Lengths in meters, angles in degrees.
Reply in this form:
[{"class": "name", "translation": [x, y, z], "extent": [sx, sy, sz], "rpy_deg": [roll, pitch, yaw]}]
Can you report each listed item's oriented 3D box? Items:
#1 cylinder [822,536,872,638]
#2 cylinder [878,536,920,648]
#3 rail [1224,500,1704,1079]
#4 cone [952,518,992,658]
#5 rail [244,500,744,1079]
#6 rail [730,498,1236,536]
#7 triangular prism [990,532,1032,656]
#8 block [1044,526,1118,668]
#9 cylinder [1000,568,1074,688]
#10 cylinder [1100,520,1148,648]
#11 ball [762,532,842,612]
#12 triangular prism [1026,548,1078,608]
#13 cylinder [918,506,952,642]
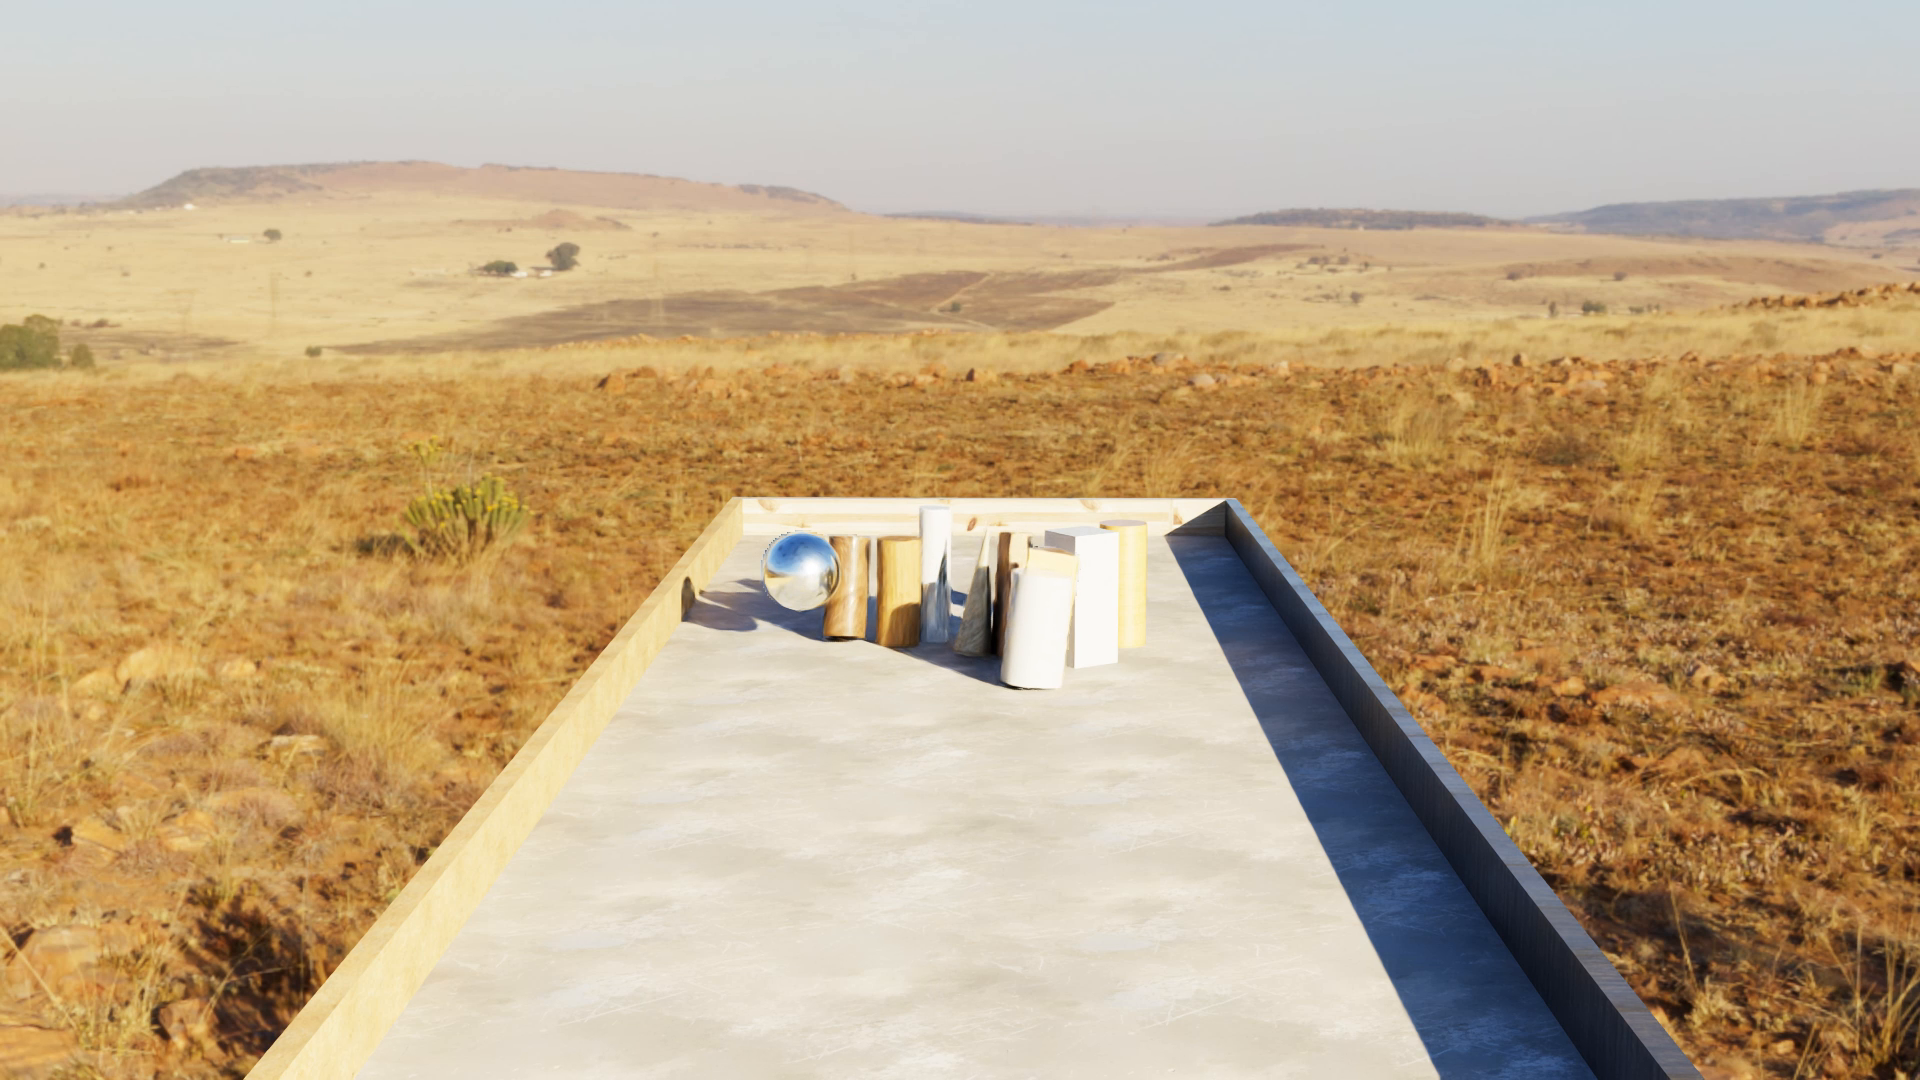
[{"class": "cylinder", "translation": [-0.358, 0.152, 6.973], "extent": [0.136, 0.314, 0.136], "rpy_deg": [3, -5, 0]}, {"class": "cylinder", "translation": [-0.192, 0.161, 6.918], "extent": [0.134, 0.334, 0.134], "rpy_deg": [0, 8, 0]}, {"class": "rail", "translation": [1.046, 0.843, 3.208], "extent": [0.050, 0.150, 12.000], "rpy_deg": [0, 9, 1]}, {"class": "cone", "translation": [0.063, 0.139, 6.737], "extent": [0.118, 0.425, 0.118], "rpy_deg": [7, 6, -1]}, {"class": "rail", "translation": [-1.004, 0.839, 3.234], "extent": [0.050, 0.150, 12.000], "rpy_deg": [0, 9, 1]}, {"class": "rail", "translation": [0.099, -0.098, 9.147], "extent": [2.100, 0.150, 0.050], "rpy_deg": [0, 9, 1]}, {"class": "triangular prism", "translation": [0.142, 0.165, 6.748], "extent": [0.088, 0.374, 0.101], "rpy_deg": [5, 1, 39]}, {"class": "block", "translation": [0.366, 0.170, 6.659], "extent": [0.160, 0.399, 0.160], "rpy_deg": [-6, 11, -33]}, {"class": "cylinder", "translation": [0.222, 0.254, 6.329], "extent": [0.179, 0.319, 0.179], "rpy_deg": [6, 6, -1]}, {"class": "cylinder", "translation": [0.511, 0.137, 6.921], "extent": [0.152, 0.384, 0.152], "rpy_deg": [0, 9, 0]}, {"class": "ball", "translation": [-0.488, 0.099, 6.817], "extent": [0.244, 0.244, 0.244], "rpy_deg": [0, 9, 0]}, {"class": "triangular prism", "translation": [0.257, 0.212, 6.484], "extent": [0.148, 0.365, 0.128], "rpy_deg": [9, 5, 8]}, {"class": "cylinder", "translation": [-0.082, 0.108, 6.970], "extent": [0.107, 0.422, 0.107], "rpy_deg": [1, 7, 0]}]
